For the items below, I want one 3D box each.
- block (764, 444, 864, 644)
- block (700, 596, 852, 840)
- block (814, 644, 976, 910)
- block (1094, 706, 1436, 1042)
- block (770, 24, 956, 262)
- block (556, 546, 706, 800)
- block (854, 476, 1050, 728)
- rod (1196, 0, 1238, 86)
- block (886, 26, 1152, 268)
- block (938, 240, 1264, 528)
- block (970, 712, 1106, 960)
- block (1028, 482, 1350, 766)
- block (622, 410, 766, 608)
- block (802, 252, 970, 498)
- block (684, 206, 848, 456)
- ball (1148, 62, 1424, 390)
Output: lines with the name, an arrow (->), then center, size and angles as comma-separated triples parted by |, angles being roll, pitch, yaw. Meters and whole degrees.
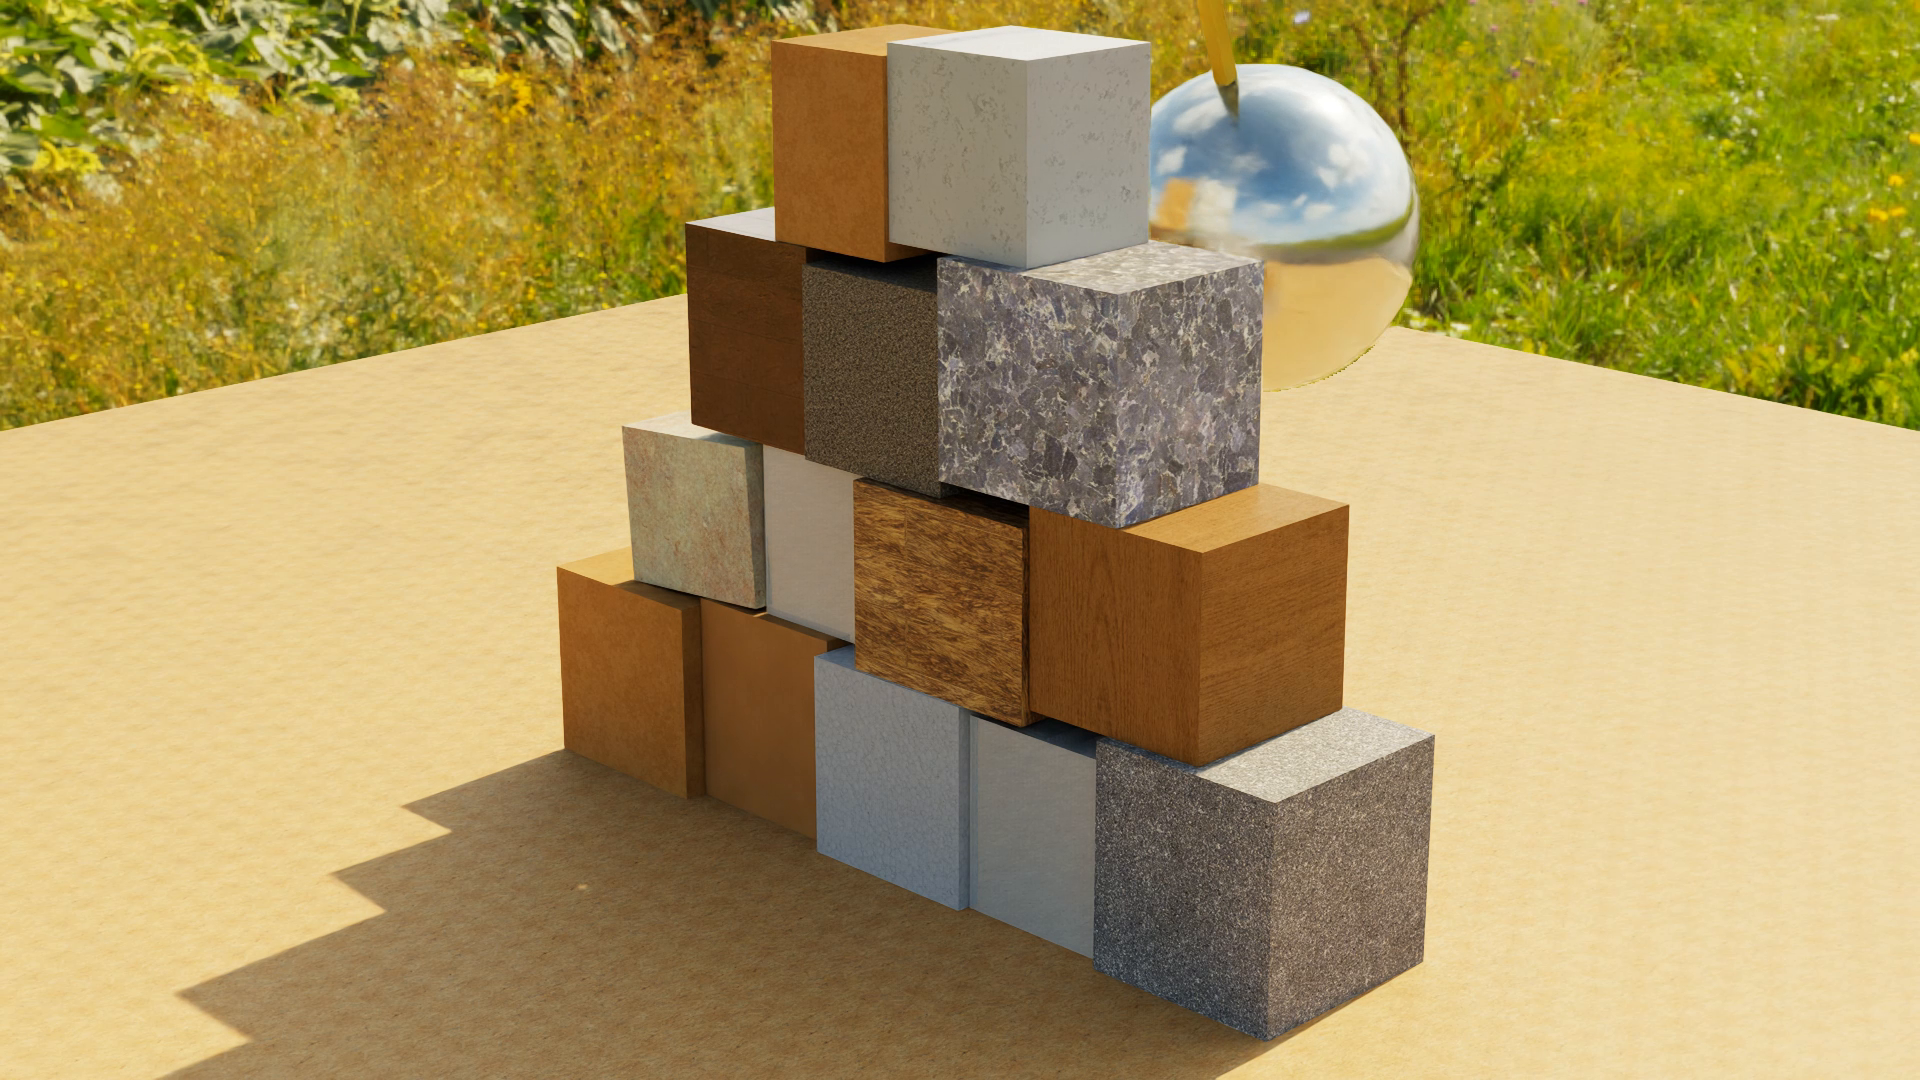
block -> -0.391, -0.056, 13.721 | 0.725, 0.850, 0.754 | -17, 24, -42
block -> -0.602, 0.758, 14.239 | 0.926, 1.015, 0.897 | -17, 24, -42
block -> 0.048, 0.978, 13.616 | 1.089, 0.969, 0.936 | -17, 24, -42
block -> 1.279, 1.323, 12.393 | 1.056, 1.045, 0.953 | -17, 24, -42
block -> -0.301, -1.787, 13.094 | 0.794, 0.892, 0.714 | -17, 24, -42
block -> -1.281, 0.580, 14.872 | 1.120, 0.976, 0.973 | -17, 24, -42
block -> 0.259, 0.159, 13.125 | 1.033, 0.890, 1.040 | -17, 24, -42
rod -> 0.636, -4.327, 12.648 | 0.080, 5.200, 0.080 | 17, 44, 42
block -> 0.251, -1.699, 12.559 | 0.759, 0.860, 0.826 | -17, 24, -42
block -> 0.592, -0.714, 12.474 | 0.915, 0.976, 1.027 | -17, 24, -42
block -> 0.650, 1.194, 13.010 | 0.911, 0.921, 0.803 | -17, 24, -42
block -> 0.964, 0.289, 12.419 | 0.947, 0.912, 0.950 | -17, 24, -42
block -> -1.011, -0.203, 14.327 | 0.833, 0.780, 0.913 | -17, 20, -42
block -> -0.081, -0.796, 13.153 | 0.886, 0.901, 0.872 | -17, 24, -42
block -> -0.683, -1.012, 13.734 | 0.836, 0.966, 0.835 | -17, 24, -42
ball -> 1.467, -1.533, 14.397 | 1.600, 1.600, 1.600 | 0, 17, 0
